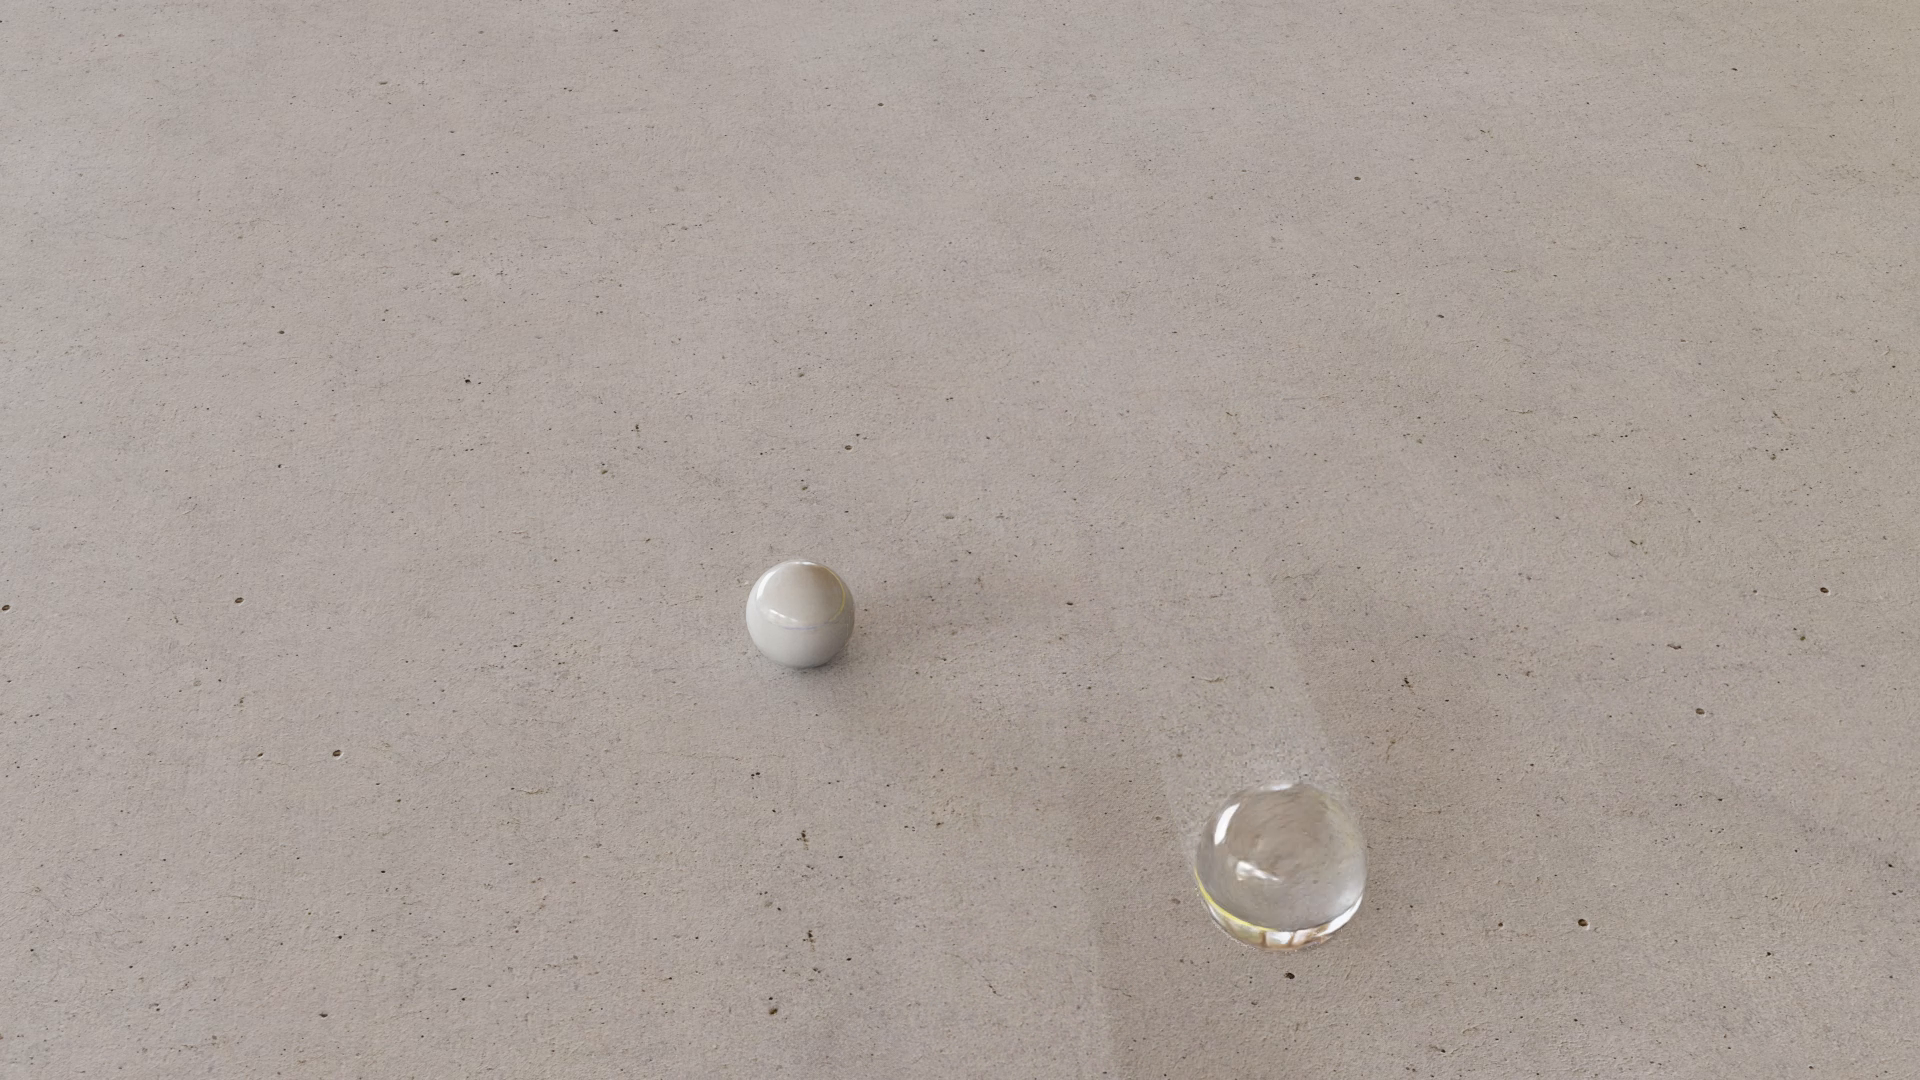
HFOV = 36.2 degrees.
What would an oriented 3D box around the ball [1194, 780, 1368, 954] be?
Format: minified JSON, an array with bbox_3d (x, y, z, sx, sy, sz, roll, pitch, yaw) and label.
[{"bbox_3d":[0.151,0.153,1.379,0.081,0.081,0.081,0,31,0],"label":"ball"}]

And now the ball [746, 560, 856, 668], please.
[{"bbox_3d":[-0.086,0.040,1.587,0.059,0.059,0.059,0,31,0],"label":"ball"}]
